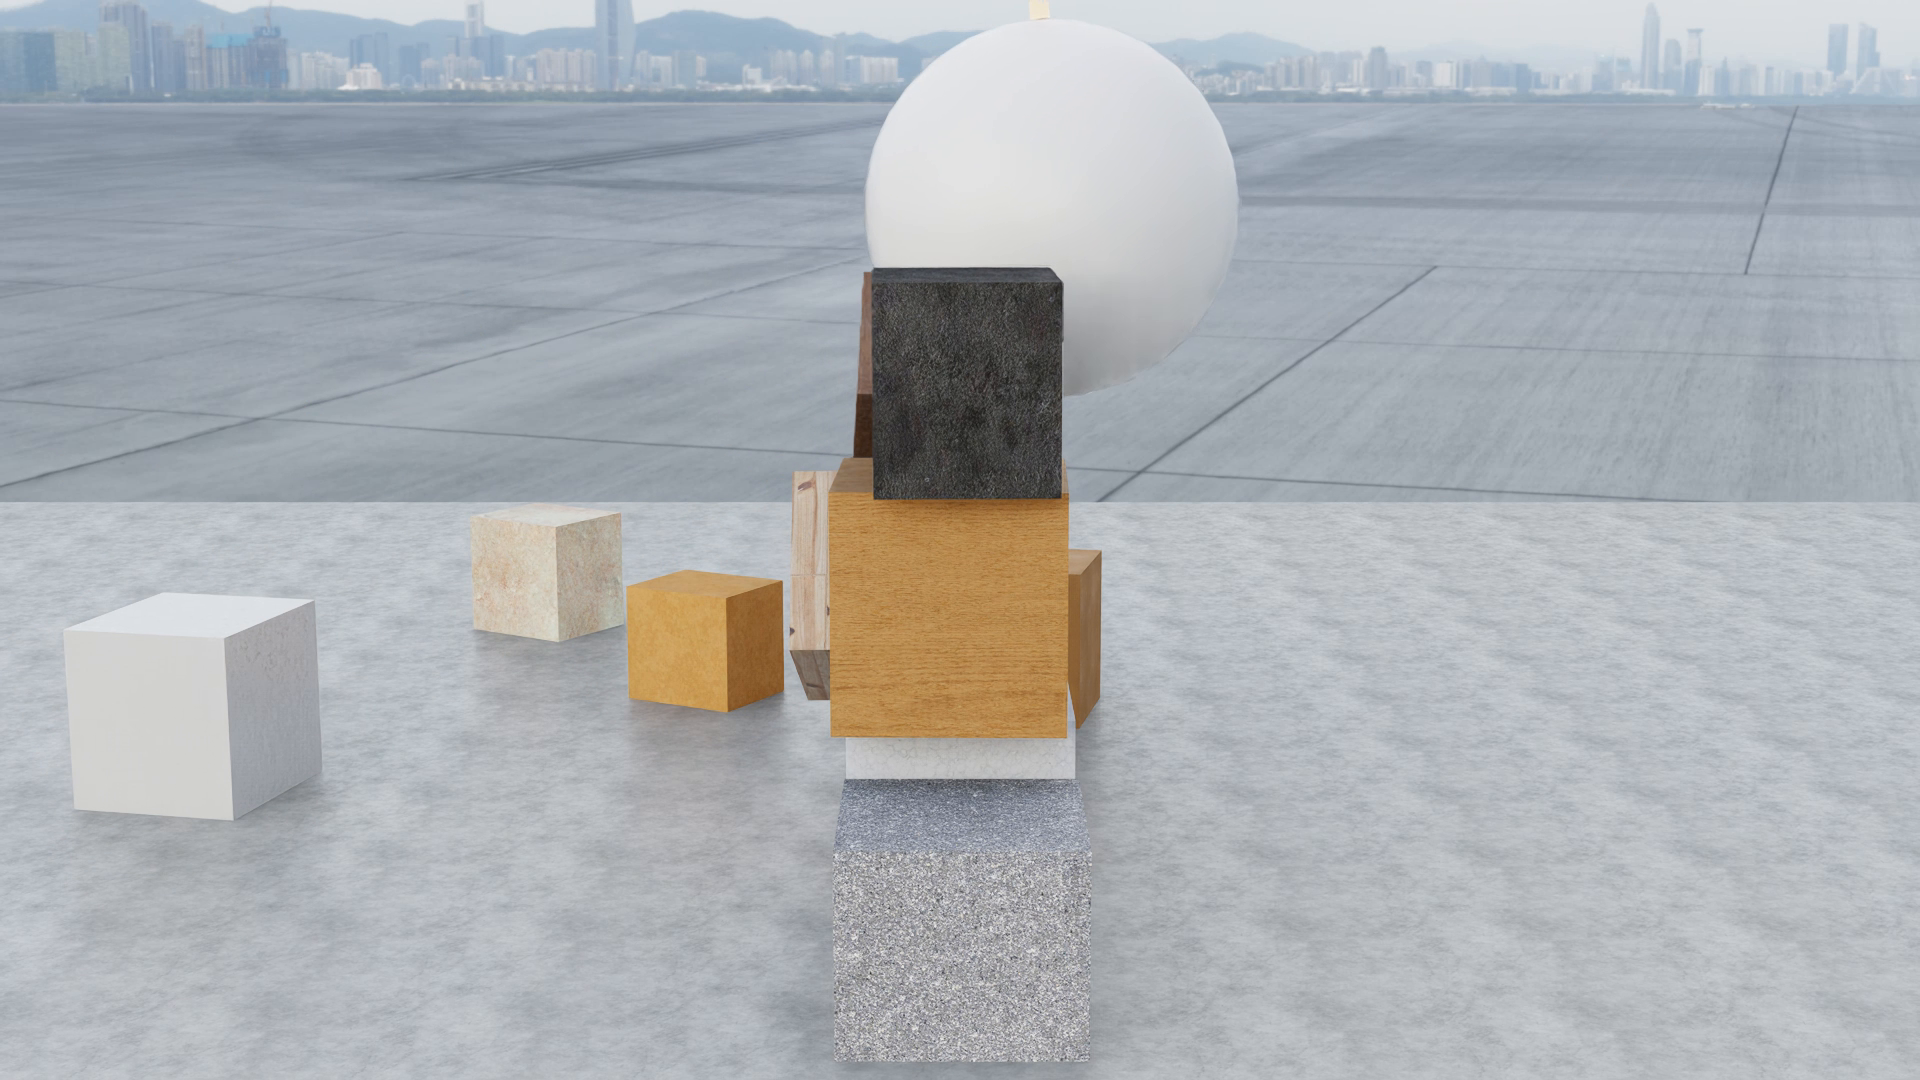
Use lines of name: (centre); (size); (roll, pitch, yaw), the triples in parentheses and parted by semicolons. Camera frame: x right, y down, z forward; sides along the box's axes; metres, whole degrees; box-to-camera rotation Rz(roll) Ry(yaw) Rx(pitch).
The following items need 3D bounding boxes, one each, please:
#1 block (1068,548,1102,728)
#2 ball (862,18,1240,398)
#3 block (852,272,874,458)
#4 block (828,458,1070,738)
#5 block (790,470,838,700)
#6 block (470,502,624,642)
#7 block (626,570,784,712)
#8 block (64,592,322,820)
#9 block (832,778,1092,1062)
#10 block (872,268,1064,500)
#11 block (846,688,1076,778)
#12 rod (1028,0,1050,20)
block: (0.326, 0.526, 14.290); (0.813, 0.852, 0.738); (2, 11, 12)
ball: (0.387, -1.405, 10.925); (1.600, 1.600, 1.600); (0, 10, 0)
block: (-0.180, -0.840, 13.964); (0.759, 0.829, 0.864); (3, 53, -3)
block: (-0.033, 0.209, 10.091); (0.899, 0.943, 0.871); (0, 10, 1)
block: (-0.290, 0.204, 11.109); (0.803, 0.789, 0.788); (-1, -19, 2)
block: (-2.643, 0.196, 16.440); (0.714, 0.732, 0.629); (6, 12, 32)
block: (-1.449, 0.566, 14.640); (0.677, 0.649, 0.578); (6, 12, 29)
block: (-3.768, 0.802, 12.672); (0.843, 0.888, 0.917); (2, 11, 13)
block: (0.008, 1.406, 9.637); (0.919, 0.785, 0.954); (0, 10, 0)
block: (0.017, -0.607, 9.725); (0.692, 0.795, 0.736); (0, 10, -2)
block: (0.000, 1.125, 10.534); (0.896, 1.018, 0.900); (0, 10, 0)
rod: (0.168, -4.743, 10.318); (0.080, 5.200, 0.080); (-4, 10, 1)
